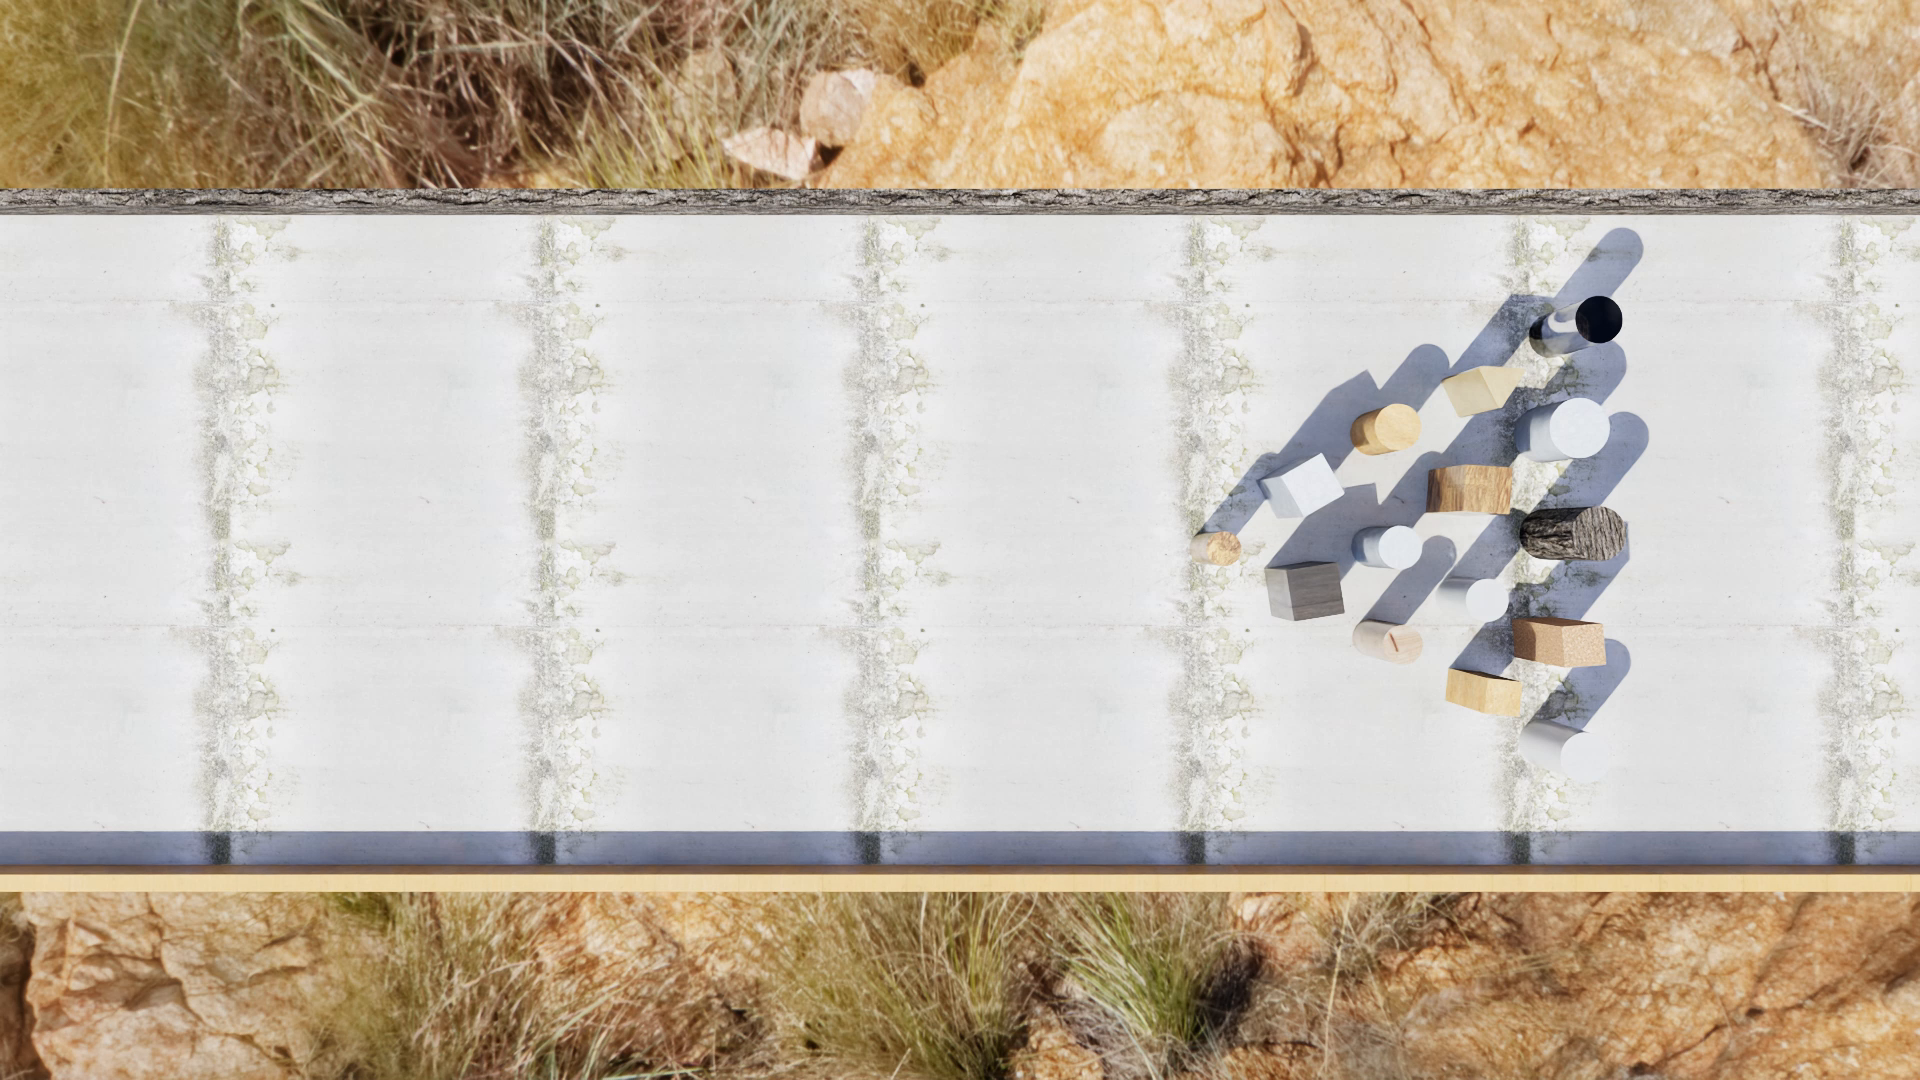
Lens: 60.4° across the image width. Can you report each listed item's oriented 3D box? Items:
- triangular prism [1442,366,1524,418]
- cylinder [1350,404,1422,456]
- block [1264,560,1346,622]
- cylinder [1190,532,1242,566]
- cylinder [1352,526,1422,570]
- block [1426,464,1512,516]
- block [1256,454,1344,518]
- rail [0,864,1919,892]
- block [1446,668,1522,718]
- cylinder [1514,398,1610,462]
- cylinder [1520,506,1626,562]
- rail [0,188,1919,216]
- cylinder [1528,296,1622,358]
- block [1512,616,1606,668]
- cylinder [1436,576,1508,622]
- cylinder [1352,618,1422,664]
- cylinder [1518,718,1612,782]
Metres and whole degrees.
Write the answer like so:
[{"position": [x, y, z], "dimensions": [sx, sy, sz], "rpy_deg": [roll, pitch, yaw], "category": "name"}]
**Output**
[{"position": [1.528, -0.462, 4.889], "dimensions": [0.114, 0.375, 0.131], "rpy_deg": [34, 90, 0], "category": "triangular prism"}, {"position": [1.269, -0.327, 4.926], "dimensions": [0.135, 0.301, 0.135], "rpy_deg": [0, 90, 0], "category": "cylinder"}, {"position": [1.020, 0.149, 4.904], "dimensions": [0.148, 0.346, 0.148], "rpy_deg": [-9, 90, 0], "category": "block"}, {"position": [0.756, 0.025, 4.900], "dimensions": [0.100, 0.353, 0.100], "rpy_deg": [0, 90, 0], "category": "cylinder"}, {"position": [1.266, 0.022, 4.909], "dimensions": [0.125, 0.335, 0.125], "rpy_deg": [0, 90, 0], "category": "cylinder"}, {"position": [1.505, -0.144, 4.889], "dimensions": [0.133, 0.374, 0.133], "rpy_deg": [4, 90, 0], "category": "block"}, {"position": [1.001, -0.156, 4.876], "dimensions": [0.133, 0.401, 0.133], "rpy_deg": [-30, 90, 0], "category": "block"}, {"position": [-2.247, 1.025, 5.001], "dimensions": [12.000, 0.150, 0.050], "rpy_deg": [0, 90, 0], "category": "rail"}, {"position": [1.548, 0.449, 4.887], "dimensions": [0.100, 0.379, 0.100], "rpy_deg": [6, 90, 0], "category": "block"}, {"position": [1.791, -0.324, 4.922], "dimensions": [0.174, 0.310, 0.174], "rpy_deg": [0, 90, 0], "category": "cylinder"}, {"position": [1.800, -0.017, 4.861], "dimensions": [0.156, 0.431, 0.156], "rpy_deg": [0, 90, 0], "category": "cylinder"}, {"position": [-2.247, -1.025, 5.002], "dimensions": [12.000, 0.150, 0.050], "rpy_deg": [0, 90, 0], "category": "rail"}, {"position": [1.818, -0.627, 4.885], "dimensions": [0.137, 0.384, 0.137], "rpy_deg": [0, 90, 0], "category": "cylinder"}, {"position": [1.762, 0.298, 4.867], "dimensions": [0.117, 0.420, 0.117], "rpy_deg": [-4, 90, 0], "category": "block"}, {"position": [1.525, 0.174, 4.924], "dimensions": [0.124, 0.306, 0.124], "rpy_deg": [0, 90, 0], "category": "cylinder"}, {"position": [1.265, 0.299, 4.893], "dimensions": [0.115, 0.367, 0.115], "rpy_deg": [0, 90, 0], "category": "cylinder"}, {"position": [1.791, 0.623, 4.898], "dimensions": [0.145, 0.356, 0.145], "rpy_deg": [0, 90, 0], "category": "cylinder"}]
